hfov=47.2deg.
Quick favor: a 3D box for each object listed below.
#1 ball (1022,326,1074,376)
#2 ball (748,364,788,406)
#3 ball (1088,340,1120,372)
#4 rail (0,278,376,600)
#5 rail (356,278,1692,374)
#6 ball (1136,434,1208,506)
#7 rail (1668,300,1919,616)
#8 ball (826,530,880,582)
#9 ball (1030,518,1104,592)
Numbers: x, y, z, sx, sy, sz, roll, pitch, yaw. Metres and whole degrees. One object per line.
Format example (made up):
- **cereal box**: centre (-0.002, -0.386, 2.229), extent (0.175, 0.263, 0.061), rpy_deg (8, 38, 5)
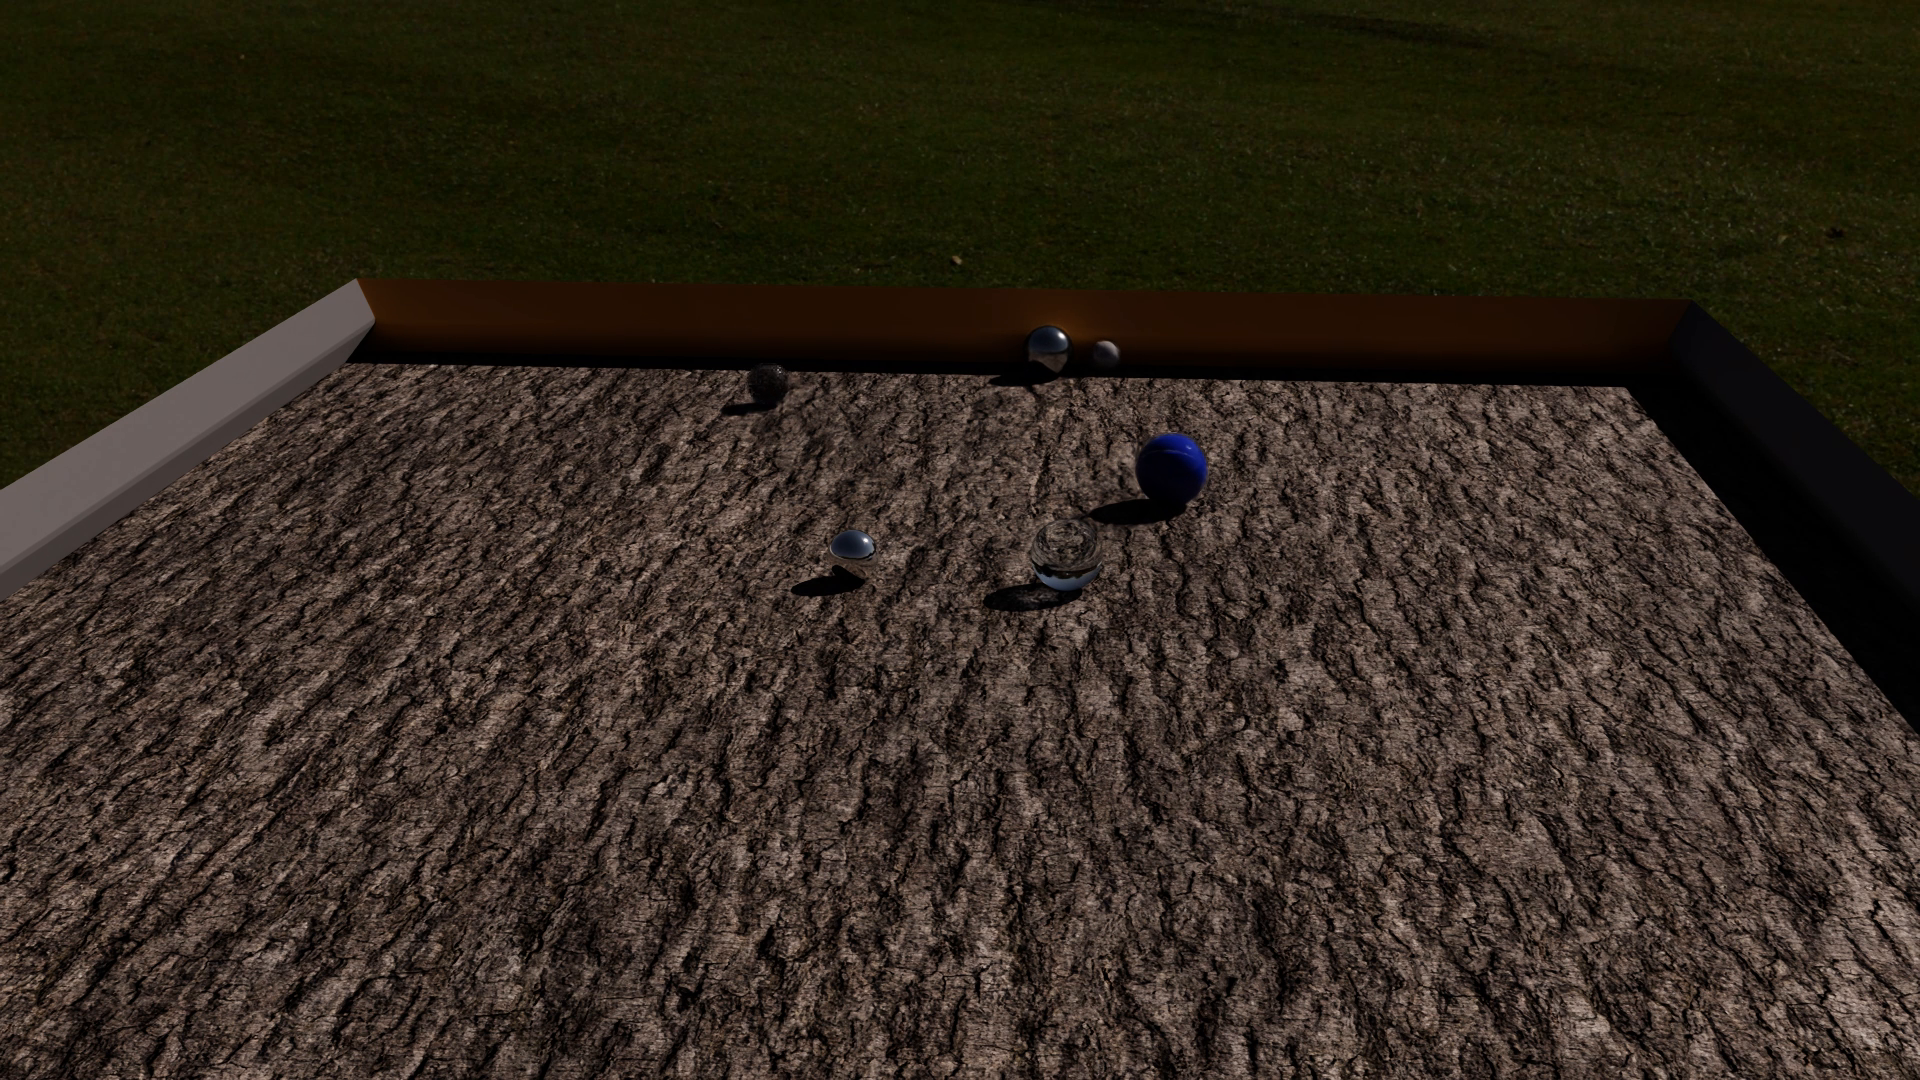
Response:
- **ball**: centre (0.147, -0.317, 3.681), extent (0.085, 0.085, 0.085), rpy_deg (0, 18, 0)
- **ball**: centre (-0.305, -0.246, 3.501), extent (0.065, 0.065, 0.065), rpy_deg (0, 18, 0)
- **ball**: centre (0.243, -0.310, 3.710), extent (0.054, 0.054, 0.054), rpy_deg (0, 18, 0)
- **rail**: centre (-1.197, 0.287, 1.789), extent (0.045, 0.127, 4.344), rpy_deg (1, 18, 4)
- **rail**: centre (0.082, -0.360, 3.740), extent (2.279, 0.127, 0.045), rpy_deg (1, 18, 4)
- **ball**: centre (0.288, -0.095, 2.991), extent (0.098, 0.098, 0.098), rpy_deg (0, 18, 0)
- **rail**: centre (1.029, 0.342, 1.625), extent (0.045, 0.127, 4.344), rpy_deg (1, 18, 4)
- **ball**: centre (-0.132, 0.019, 2.700), extent (0.065, 0.065, 0.065), rpy_deg (0, 18, 0)
- **ball**: centre (0.129, 0.018, 2.666), extent (0.088, 0.088, 0.088), rpy_deg (0, 18, 0)
